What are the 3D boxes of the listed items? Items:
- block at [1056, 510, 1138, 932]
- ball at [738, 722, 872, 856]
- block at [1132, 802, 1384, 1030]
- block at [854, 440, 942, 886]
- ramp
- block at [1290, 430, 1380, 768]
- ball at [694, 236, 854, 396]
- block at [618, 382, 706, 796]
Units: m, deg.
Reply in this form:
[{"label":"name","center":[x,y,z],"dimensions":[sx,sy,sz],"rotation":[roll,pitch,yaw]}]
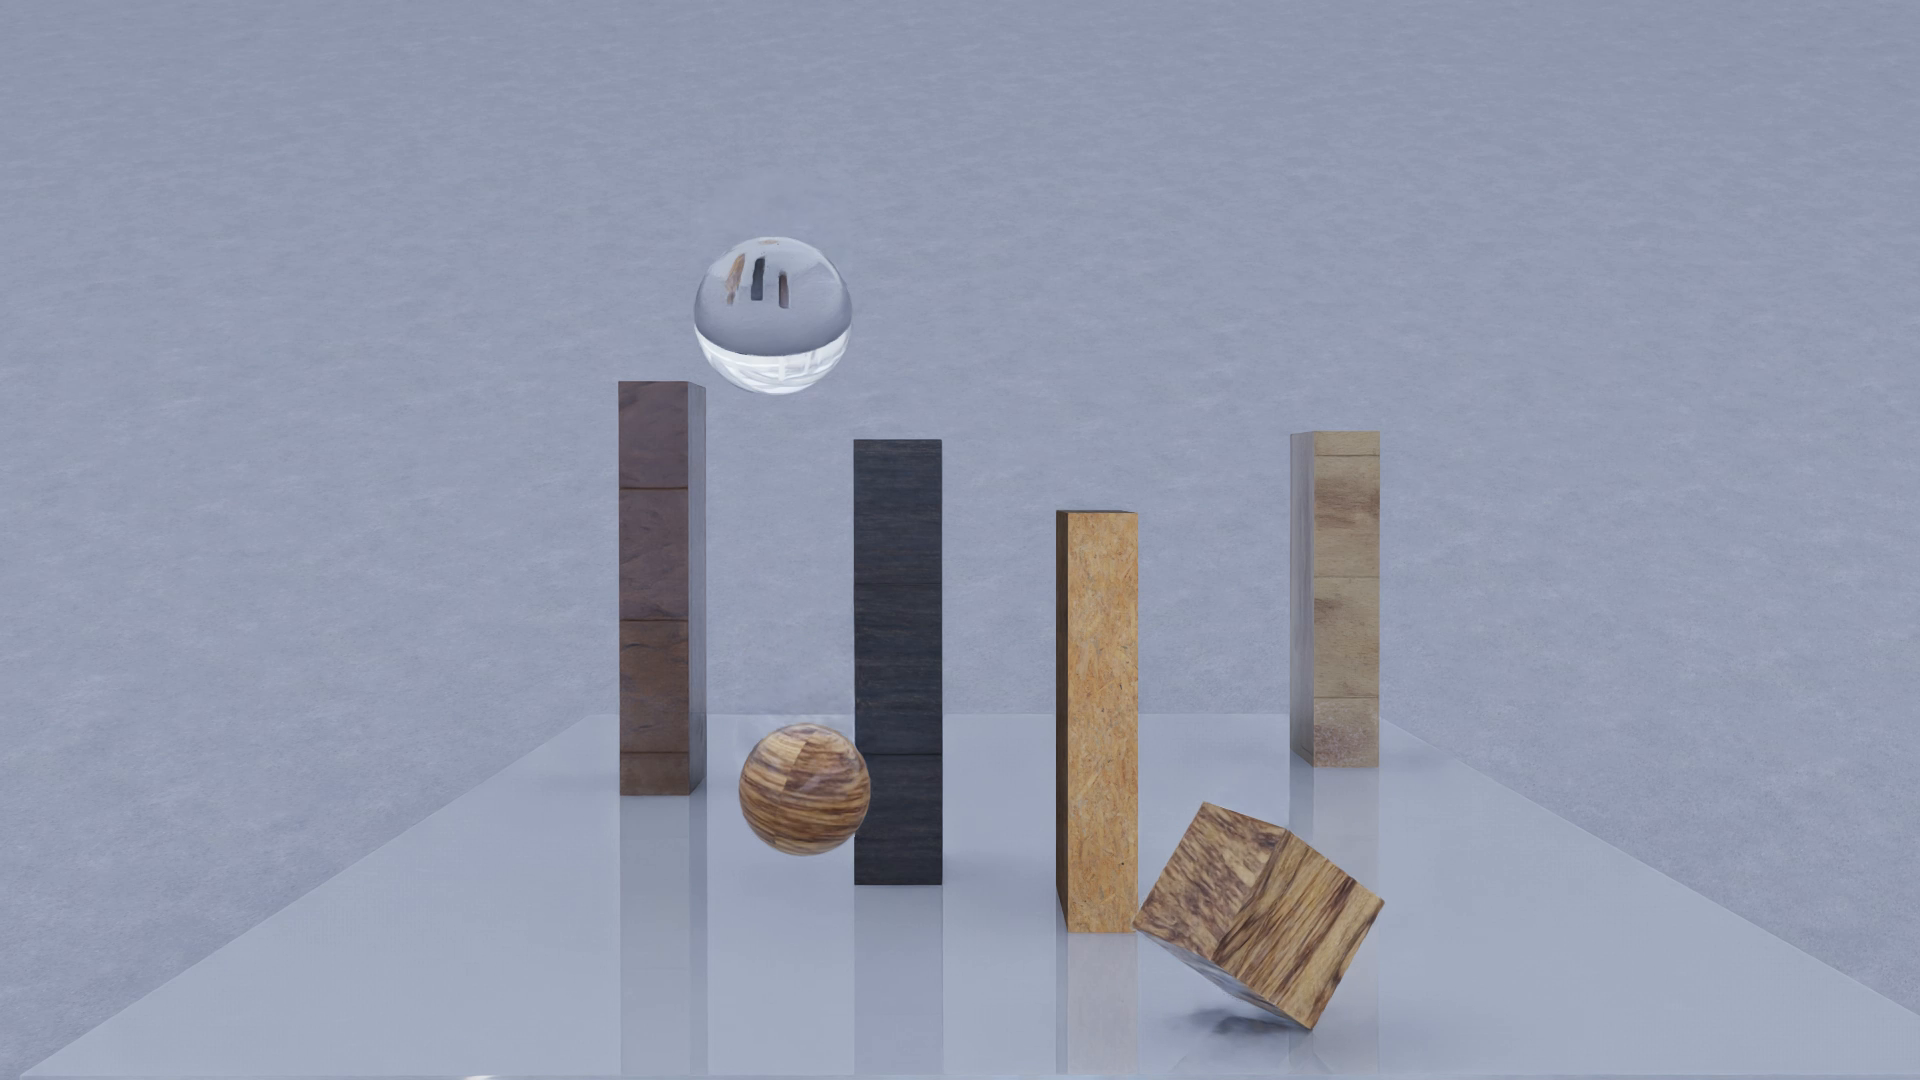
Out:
[{"label":"block","center":[0.187,0.236,3.582],"dimensions":[0.092,0.550,0.406],"rotation":[0,1,0]},{"label":"ball","center":[-0.168,0.270,2.790],"dimensions":[0.143,0.143,0.143],"rotation":[0,26,0]},{"label":"block","center":[0.326,0.410,2.829],"dimensions":[0.161,0.161,0.161],"rotation":[-58,26,-11]},{"label":"block","center":[-0.091,0.176,3.914],"dimensions":[0.129,0.654,0.272],"rotation":[0,1,0]},{"label":"ramp","center":[0.060,0.539,4.575],"dimensions":[2.000,0.100,4.000],"rotation":[0,1,0]},{"label":"block","center":[0.800,0.118,5.528],"dimensions":[0.135,0.696,0.386],"rotation":[0,1,0]},{"label":"ball","center":[-0.168,-0.202,2.324],"dimensions":[0.144,0.144,0.144],"rotation":[0,26,0]},{"label":"block","center":[-0.577,0.088,5.033],"dimensions":[0.131,0.781,0.346],"rotation":[0,1,0]}]
